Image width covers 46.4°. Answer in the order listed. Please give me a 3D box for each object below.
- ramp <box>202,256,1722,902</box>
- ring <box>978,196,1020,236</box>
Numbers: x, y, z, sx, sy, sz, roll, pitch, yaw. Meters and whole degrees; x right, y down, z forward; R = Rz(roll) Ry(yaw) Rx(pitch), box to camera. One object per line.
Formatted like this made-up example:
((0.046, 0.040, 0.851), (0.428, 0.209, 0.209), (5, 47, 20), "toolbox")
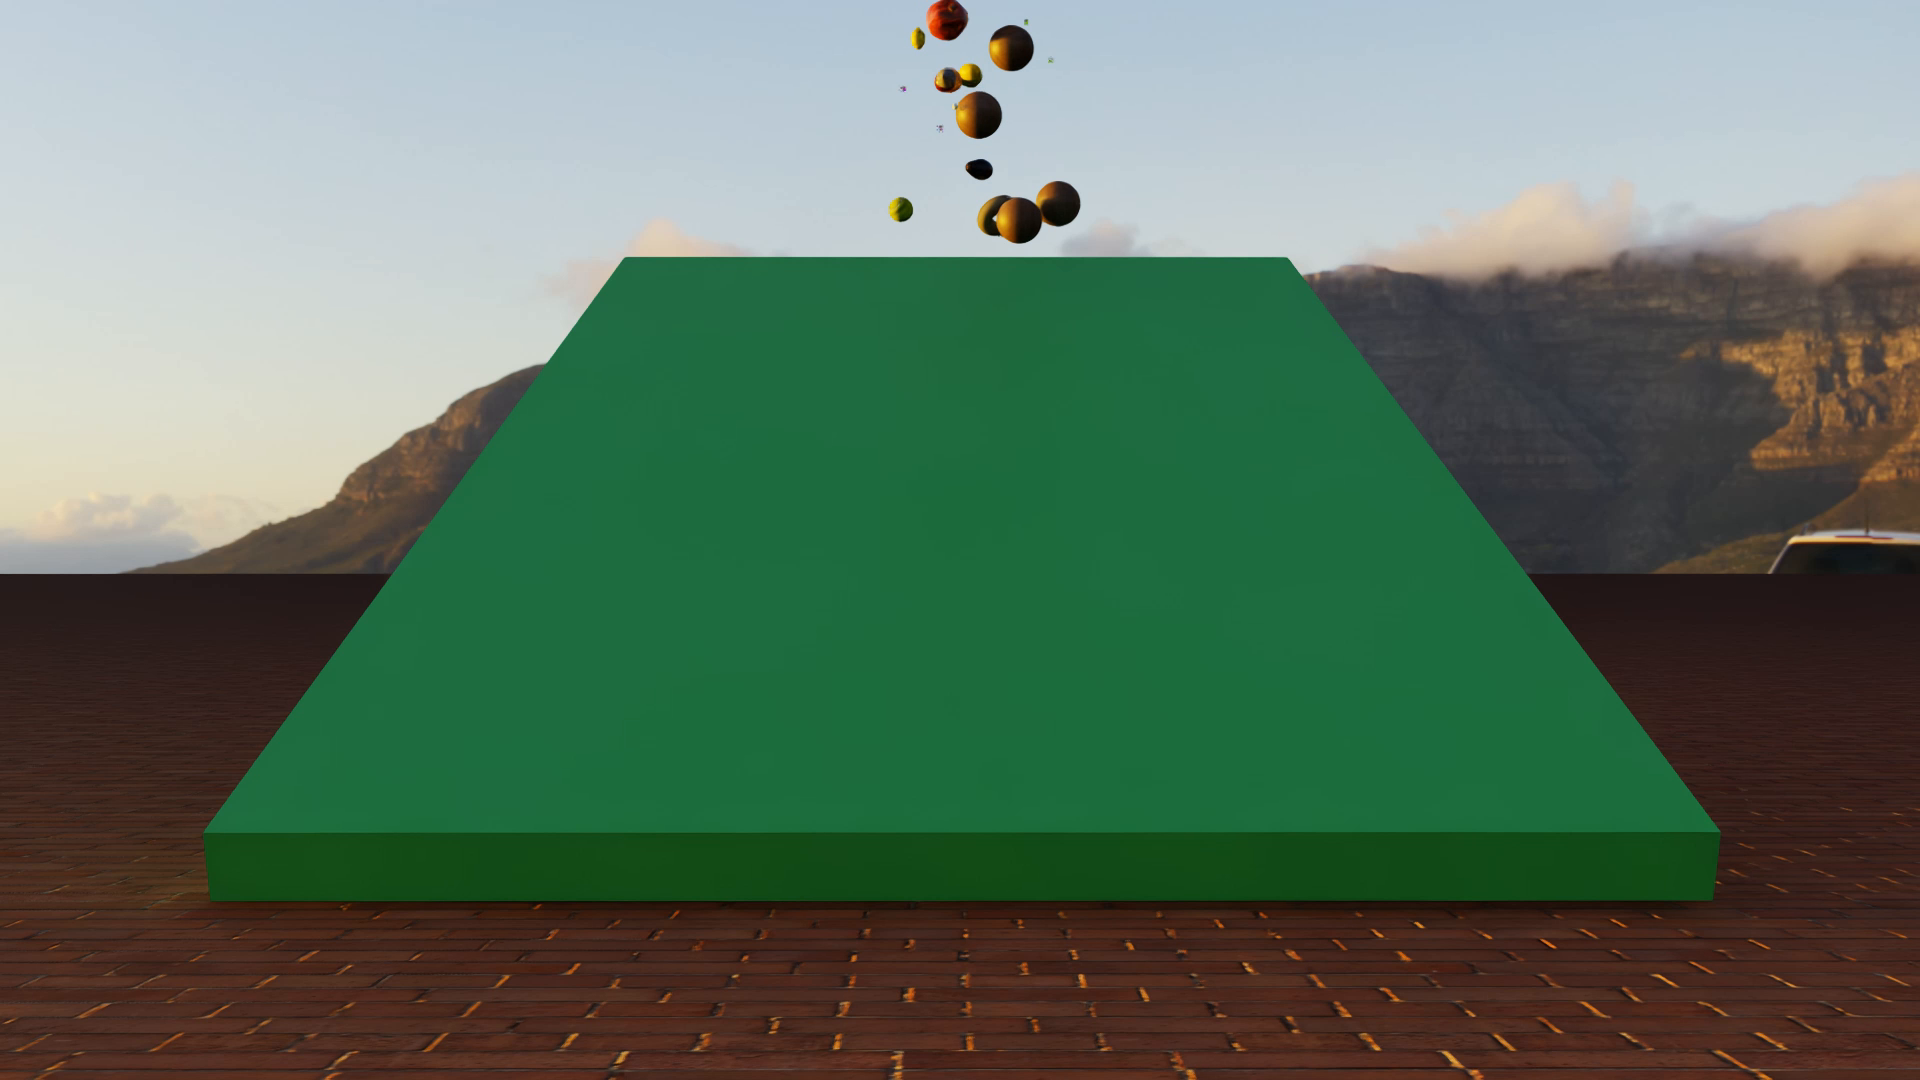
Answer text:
((-0.004, -0.187, 4.864), (2.000, 0.100, 4.000), (0, 18, 0), "ramp")
((0.114, -0.942, 6.498), (0.135, 0.135, 0.045), (0, 43, -33), "ring")
